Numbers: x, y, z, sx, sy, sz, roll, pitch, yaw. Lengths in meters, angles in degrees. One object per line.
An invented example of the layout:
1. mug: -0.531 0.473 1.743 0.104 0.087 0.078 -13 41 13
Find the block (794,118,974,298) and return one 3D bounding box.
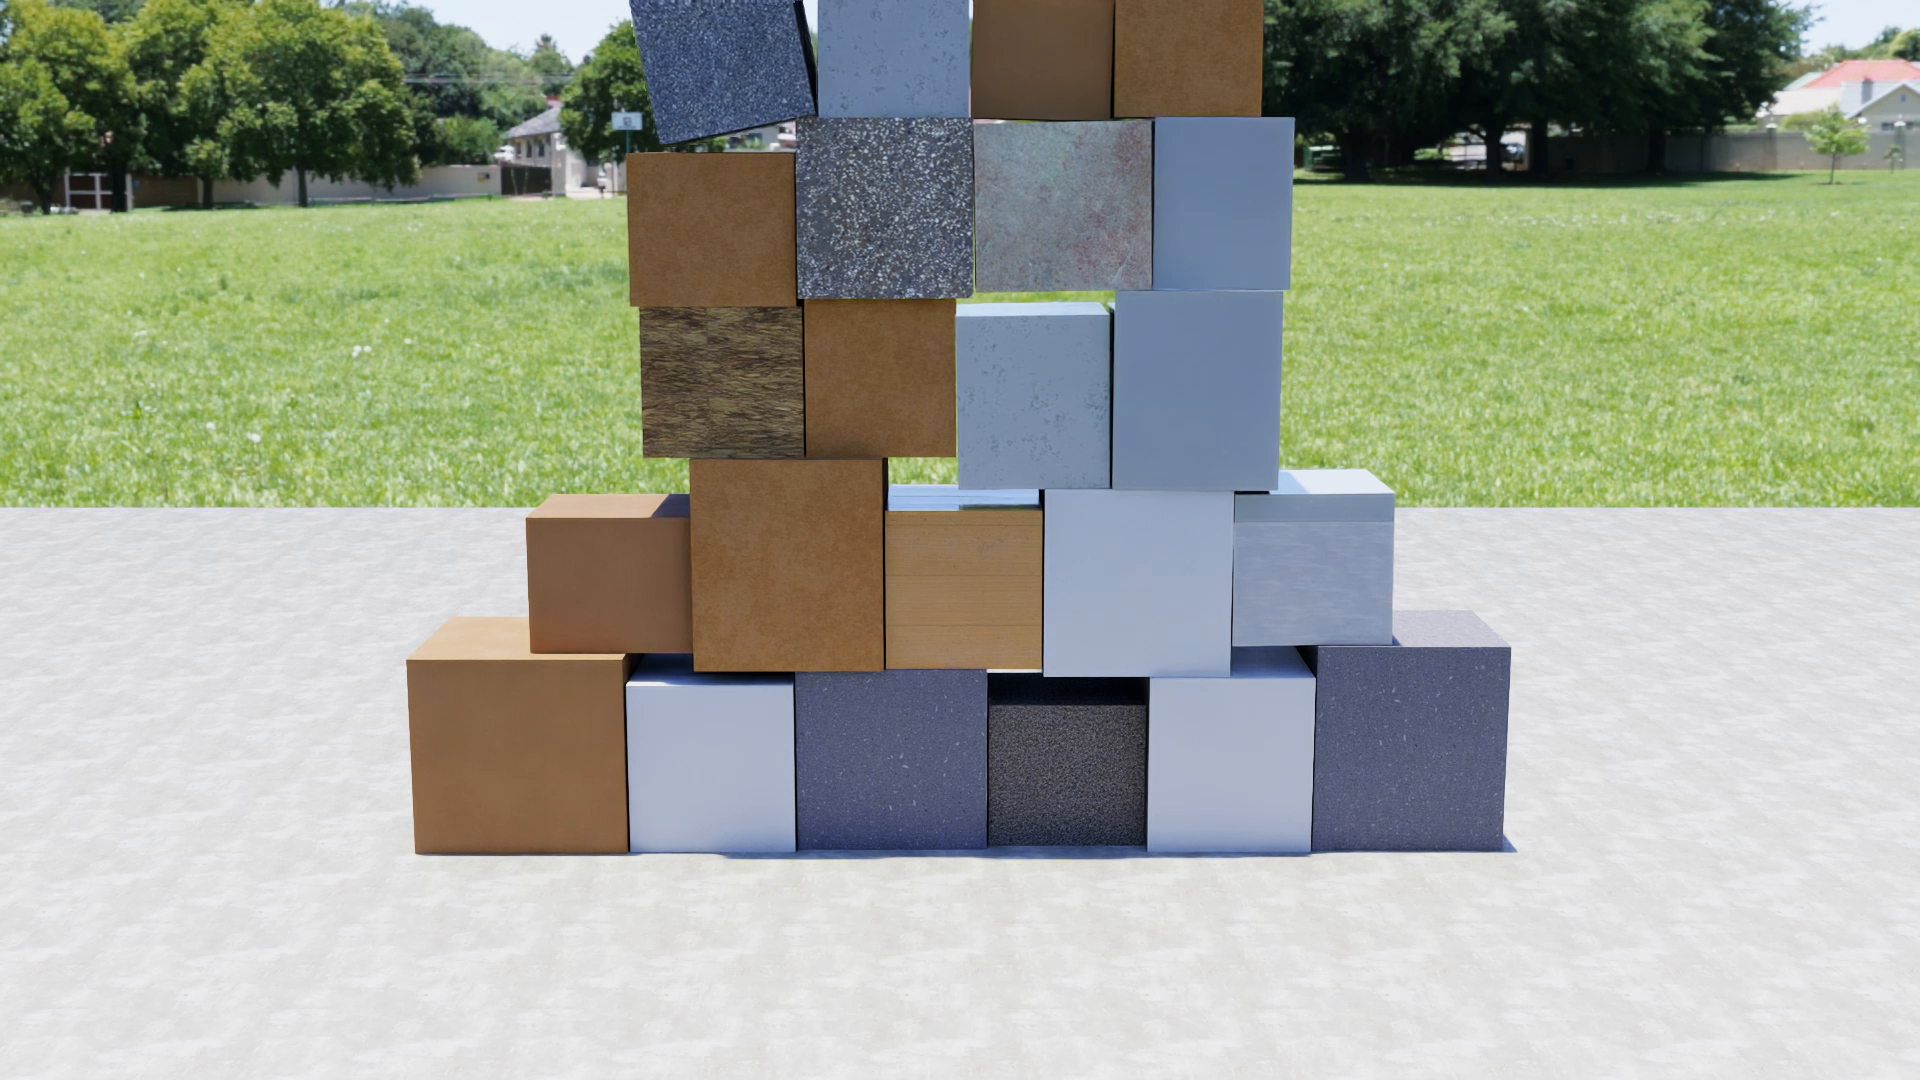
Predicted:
1. block: -0.358 -1.650 10.873 0.843 0.852 0.827 0 10 0

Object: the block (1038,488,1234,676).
1. block: 0.874 0.137 11.213 0.921 0.936 0.875 0 10 0

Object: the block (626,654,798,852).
1. block: -1.235 1.055 11.375 0.824 0.855 0.939 0 10 0

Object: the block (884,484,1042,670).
1. block: 0.018 0.175 11.201 0.770 0.796 0.817 0 10 0

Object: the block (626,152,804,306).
1. block: -1.190 -1.550 10.902 0.800 0.727 0.764 0 10 0

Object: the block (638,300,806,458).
1. block: -1.154 -0.833 11.044 0.785 0.735 0.787 0 10 0

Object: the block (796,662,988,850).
1. block: -0.340 1.021 11.363 0.947 0.926 0.852 0 10 0

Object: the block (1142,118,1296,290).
1. block: 1.259 -1.673 10.884 0.661 0.816 0.758 0 10 0

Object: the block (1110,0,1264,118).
1. block: 1.083 -2.468 10.732 0.699 0.801 0.723 0 10 0

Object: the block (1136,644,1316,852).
1. block: 1.345 1.041 11.349 0.816 0.891 0.892 0 10 0

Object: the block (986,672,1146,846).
1. block: 0.535 1.121 11.365 0.783 0.728 0.693 0 10 0

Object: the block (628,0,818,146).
1. block: -1.120 -2.367 10.740 0.751 0.727 0.860 -11 10 2

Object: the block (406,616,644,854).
1. block: -2.186 0.987 11.354 1.059 0.995 0.987 0 10 0

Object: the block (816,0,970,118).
1. block: -0.314 -2.498 10.731 0.714 0.866 0.817 0 10 0

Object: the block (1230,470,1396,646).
1. block: 1.734 0.077 11.183 0.789 0.757 0.791 -1 10 0

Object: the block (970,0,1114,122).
1. block: 0.392 -2.403 10.730 0.663 0.696 0.604 1 10 0

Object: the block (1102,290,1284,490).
1. block: 1.143 -0.797 11.040 0.805 0.964 0.918 0 10 0

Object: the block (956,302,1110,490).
1. block: 0.355 -0.736 11.041 0.738 0.845 0.815 -1 10 0

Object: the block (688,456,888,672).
1. block: -0.844 0.046 11.197 0.934 1.051 0.940 0 10 0

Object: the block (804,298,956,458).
1. block: -0.385 -0.849 11.015 0.731 0.775 0.735 0 10 0

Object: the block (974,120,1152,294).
1. block: 0.491 -1.656 10.865 0.840 0.797 0.841 -1 10 0

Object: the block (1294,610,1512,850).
1. block: 2.239 0.964 11.340 0.953 1.046 0.858 0 10 0

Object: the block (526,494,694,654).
1. block: -1.727 0.160 11.214 0.812 0.683 0.736 0 10 0
